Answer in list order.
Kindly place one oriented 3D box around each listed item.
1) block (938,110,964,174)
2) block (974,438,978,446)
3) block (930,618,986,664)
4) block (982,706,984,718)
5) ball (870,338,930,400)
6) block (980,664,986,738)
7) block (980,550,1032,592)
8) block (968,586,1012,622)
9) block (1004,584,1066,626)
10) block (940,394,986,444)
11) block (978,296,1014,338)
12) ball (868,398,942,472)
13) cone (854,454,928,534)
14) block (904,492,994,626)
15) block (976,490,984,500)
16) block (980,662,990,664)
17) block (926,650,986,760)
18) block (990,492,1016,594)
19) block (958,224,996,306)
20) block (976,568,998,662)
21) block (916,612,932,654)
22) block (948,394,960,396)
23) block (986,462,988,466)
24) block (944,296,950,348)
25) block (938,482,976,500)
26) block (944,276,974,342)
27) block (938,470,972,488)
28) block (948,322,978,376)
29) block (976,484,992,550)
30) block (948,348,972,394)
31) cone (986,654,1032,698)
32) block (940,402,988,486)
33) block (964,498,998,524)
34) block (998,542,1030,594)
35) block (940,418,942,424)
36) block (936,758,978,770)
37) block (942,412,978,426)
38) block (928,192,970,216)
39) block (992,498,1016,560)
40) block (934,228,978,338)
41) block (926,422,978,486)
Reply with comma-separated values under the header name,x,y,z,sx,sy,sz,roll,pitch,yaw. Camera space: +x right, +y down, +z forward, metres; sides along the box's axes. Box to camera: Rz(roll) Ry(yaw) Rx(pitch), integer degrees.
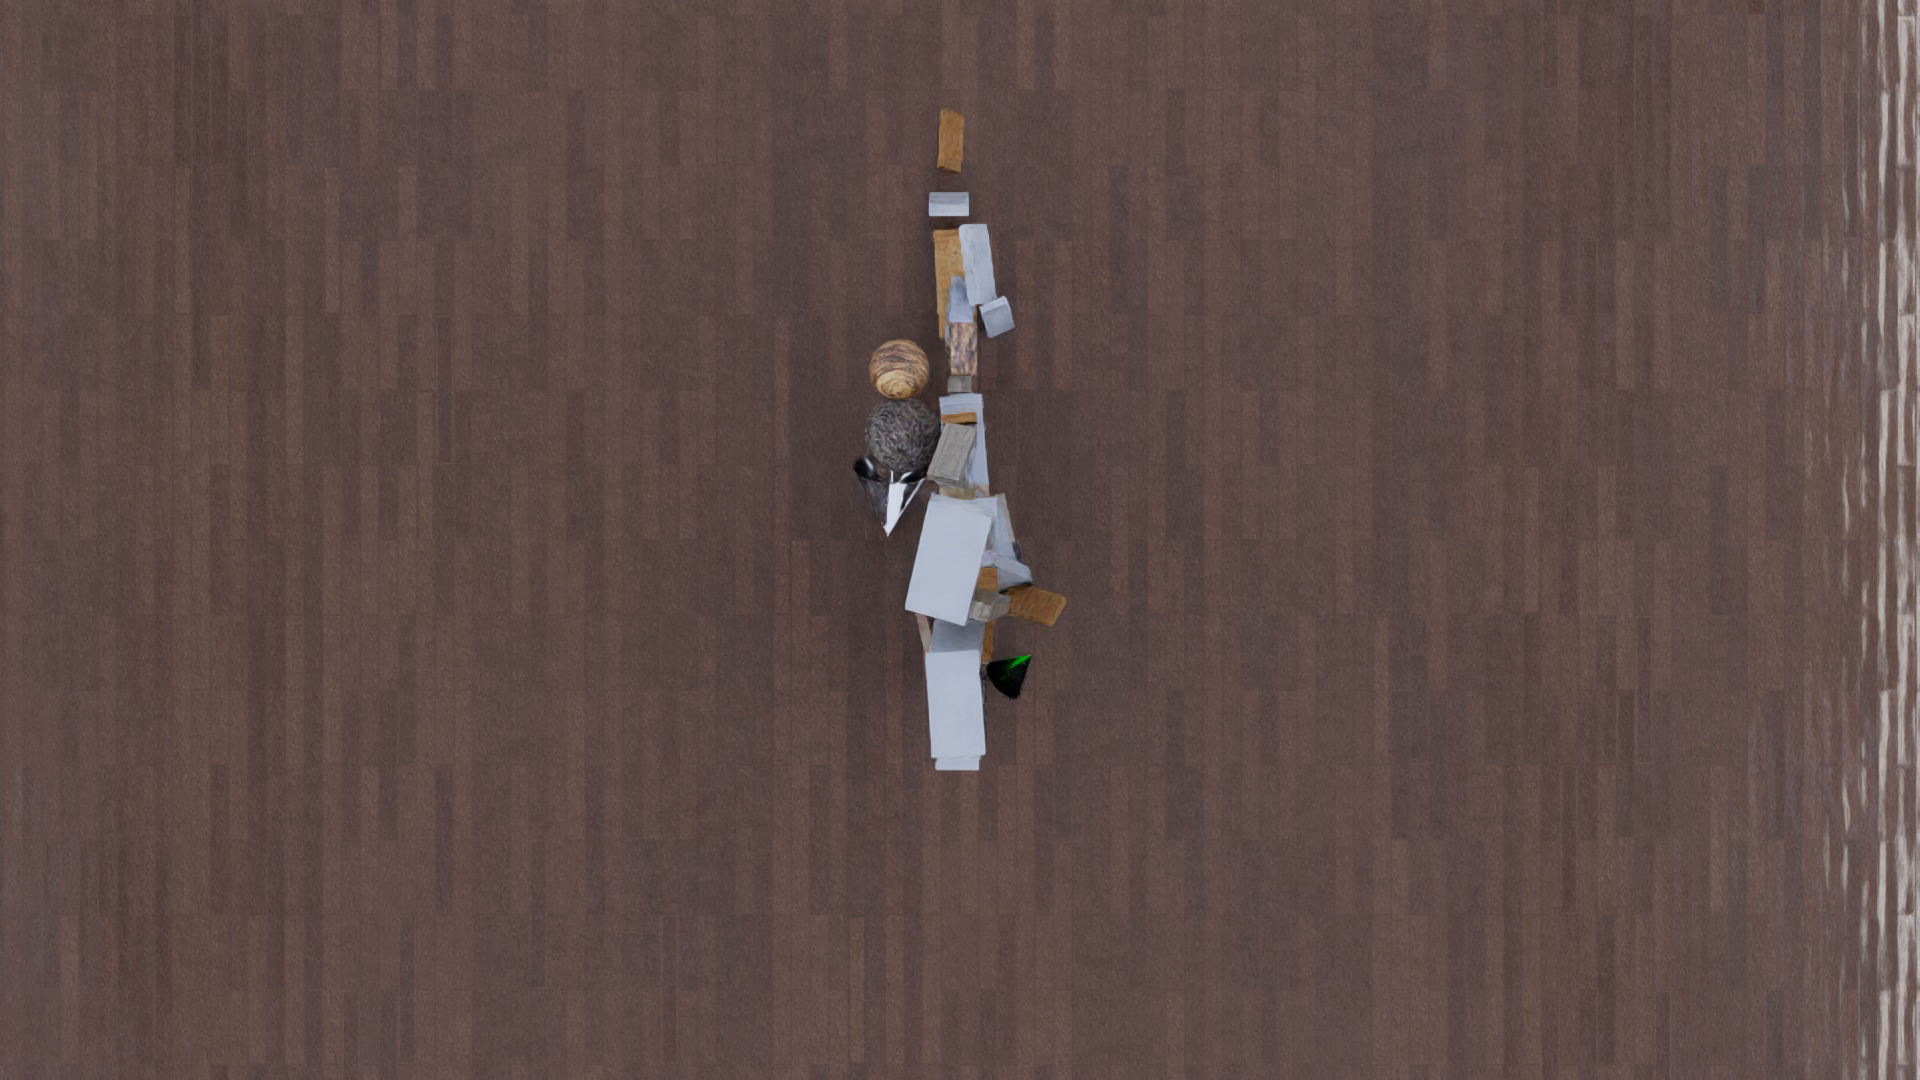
name,x,y,z,sx,sy,sz,roll,pitch,yaw
block,-0.029,-1.318,5.454,0.027,0.094,0.189,3,90,37
block,0.004,-0.272,4.567,0.088,0.239,0.025,-5,91,1
block,-0.007,0.273,4.386,0.136,0.272,0.039,4,122,3
block,-0.006,0.485,4.379,0.136,0.365,0.039,1,101,0
ball,-0.176,-0.498,4.810,0.176,0.176,0.176,0,90,0
block,0.003,0.432,4.856,0.149,0.042,0.299,0,90,0
block,0.080,0.099,4.901,0.162,0.394,0.046,-17,77,16
block,0.029,0.162,4.399,0.161,0.322,0.046,17,95,11
block,0.220,0.194,5.027,0.192,0.027,0.096,16,65,35
block,0.011,-0.309,4.976,0.127,0.036,0.255,-5,89,-1
block,0.121,-0.730,5.406,0.095,0.189,0.027,-24,70,1
ball,-0.165,-0.316,4.945,0.225,0.225,0.225,0,90,0
cone,-0.232,-0.124,5.445,0.248,0.248,0.248,4,117,0
block,-0.028,0.050,4.144,0.161,0.046,0.322,16,119,3
block,0.008,-0.129,4.742,0.101,0.202,0.029,0,91,6
block,0.000,0.326,4.672,0.162,0.323,0.046,1,86,0
block,-0.013,0.420,4.203,0.136,0.039,0.272,-3,72,-2
block,0.091,0.032,5.144,0.164,0.047,0.329,-13,94,-7
block,0.058,-0.891,5.331,0.036,0.128,0.257,-3,99,30
block,0.015,0.200,4.572,0.162,0.323,0.046,4,133,1
block,-0.106,0.334,5.440,0.034,0.121,0.241,-13,90,0
block,0.002,-0.468,5.424,0.076,0.152,0.022,0,90,0
block,0.021,-0.208,4.838,0.117,0.234,0.033,-3,93,1
block,-0.009,-0.724,5.449,0.084,0.024,0.167,-3,93,0
block,-0.001,-0.062,4.645,0.101,0.029,0.202,-2,111,6
block,0.003,-0.745,5.364,0.084,0.024,0.241,14,63,-18
block,-0.021,-0.170,4.480,0.088,0.176,0.025,1,83,8
block,0.010,-0.612,5.289,0.084,0.024,0.167,0,85,-16
block,0.033,-0.077,4.891,0.116,0.033,0.231,-3,113,3
block,-0.001,-0.542,5.315,0.076,0.022,0.152,3,71,-5
cone,0.189,0.422,5.467,0.146,0.146,0.146,-39,90,-27
block,0.013,-0.271,4.704,0.117,0.033,0.234,-5,89,1
block,0.014,-0.070,4.371,0.161,0.487,0.046,-6,88,0
block,0.157,0.111,5.119,0.096,0.027,0.192,-18,95,-7
block,0.002,-0.377,5.123,0.127,0.255,0.036,0,86,0
block,-0.007,0.519,4.590,0.121,0.034,0.241,1,102,0
block,-0.001,-0.335,4.580,0.094,0.215,0.027,-6,93,1
block,-0.036,-1.095,5.373,0.128,0.256,0.036,-1,110,0
block,0.087,-0.016,5.036,0.116,0.033,0.231,-12,58,-7
block,-0.014,-0.853,5.482,0.128,0.036,0.356,-3,90,0
block,-0.019,-0.230,4.398,0.088,0.025,0.176,11,59,15
